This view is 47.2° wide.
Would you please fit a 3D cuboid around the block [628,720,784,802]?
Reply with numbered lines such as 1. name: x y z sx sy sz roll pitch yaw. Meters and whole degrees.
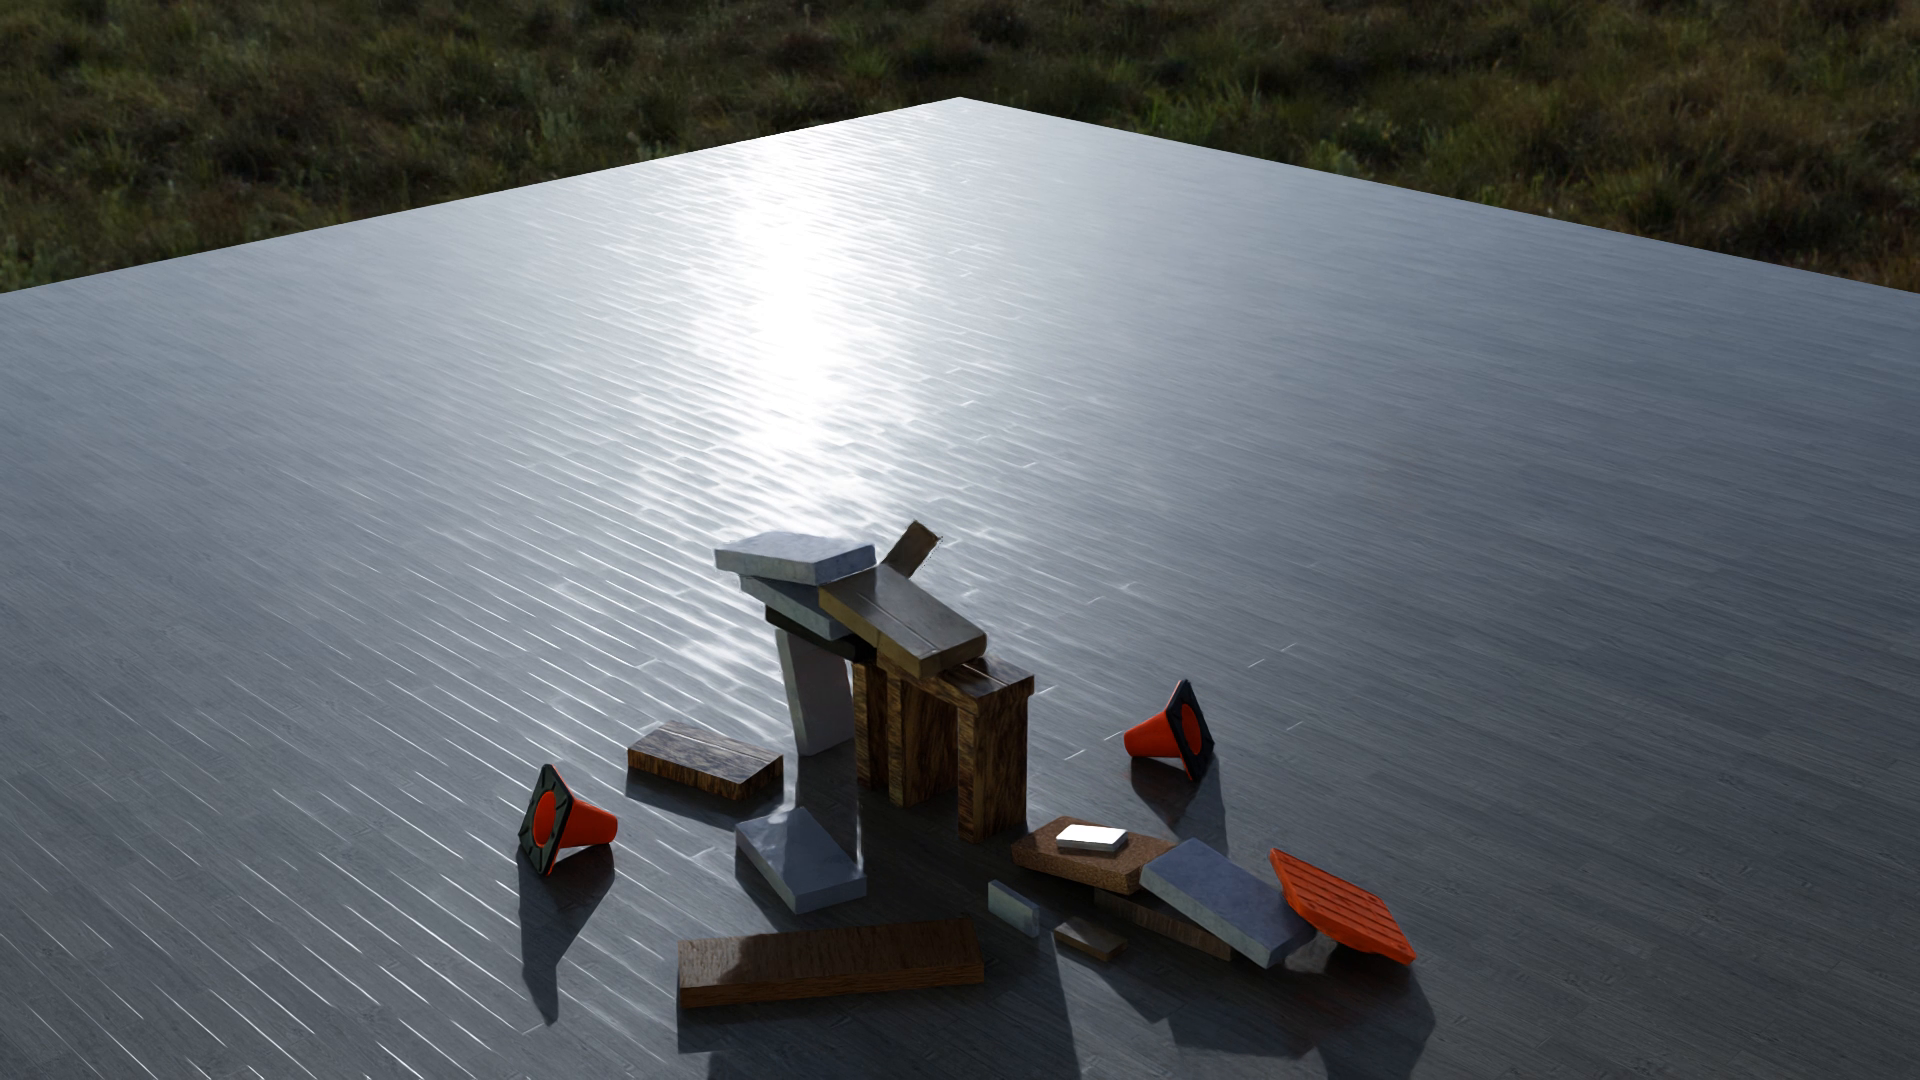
1. block: -0.535 0.462 4.619 0.296 0.042 0.148 13 26 29

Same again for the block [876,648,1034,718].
1. block: -0.011 0.257 4.336 0.149 0.042 0.299 -19 30 -38

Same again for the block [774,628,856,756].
1. block: -0.305 0.303 4.684 0.141 0.282 0.040 -21 18 -41

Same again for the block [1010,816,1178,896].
1. block: 0.257 0.601 4.210 0.149 0.042 0.299 -23 21 -40

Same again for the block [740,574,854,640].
1. block: -0.300 0.113 4.602 0.166 0.047 0.331 -18 28 -35

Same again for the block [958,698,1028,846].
1. block: 0.065 0.439 4.343 0.149 0.299 0.042 -21 30 -40

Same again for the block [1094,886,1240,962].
1. block: 0.415 0.683 4.098 0.299 0.042 0.149 17 28 35

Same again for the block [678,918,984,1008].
1. block: -0.233 0.754 3.931 0.534 0.042 0.148 -3 23 -8

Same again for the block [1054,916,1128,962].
1. block: 0.238 0.729 4.021 0.122 0.017 0.061 19 29 37

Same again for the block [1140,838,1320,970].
1. block: 0.492 0.660 4.020 0.299 0.042 0.149 31 36 35

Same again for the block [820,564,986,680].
1. block: -0.117 0.159 4.396 0.166 0.047 0.331 -20 37 -34

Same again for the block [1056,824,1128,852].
1. block: 0.253 0.571 4.210 0.122 0.017 0.061 1 19 32

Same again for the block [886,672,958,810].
1. block: -0.075 0.384 4.472 0.149 0.299 0.042 -19 29 -37

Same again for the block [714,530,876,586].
1. block: -0.348 0.035 4.609 0.166 0.047 0.331 -19 18 -41

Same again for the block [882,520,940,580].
1. block: -0.111 0.029 4.752 0.067 0.133 0.019 38 1 15

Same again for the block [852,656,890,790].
1. block: -0.152 0.362 4.544 0.040 0.282 0.141 19 29 42

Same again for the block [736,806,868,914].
1. block: -0.310 0.617 4.252 0.148 0.042 0.296 -11 26 -25

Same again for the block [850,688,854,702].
1. block: -0.275 0.345 4.922 0.067 0.019 0.133 -6 24 -13

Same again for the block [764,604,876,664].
1. block: -0.260 0.173 4.578 0.141 0.040 0.282 -21 31 -40

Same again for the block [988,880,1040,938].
1. block: 0.099 0.683 4.073 0.017 0.061 0.122 -18 29 -37
